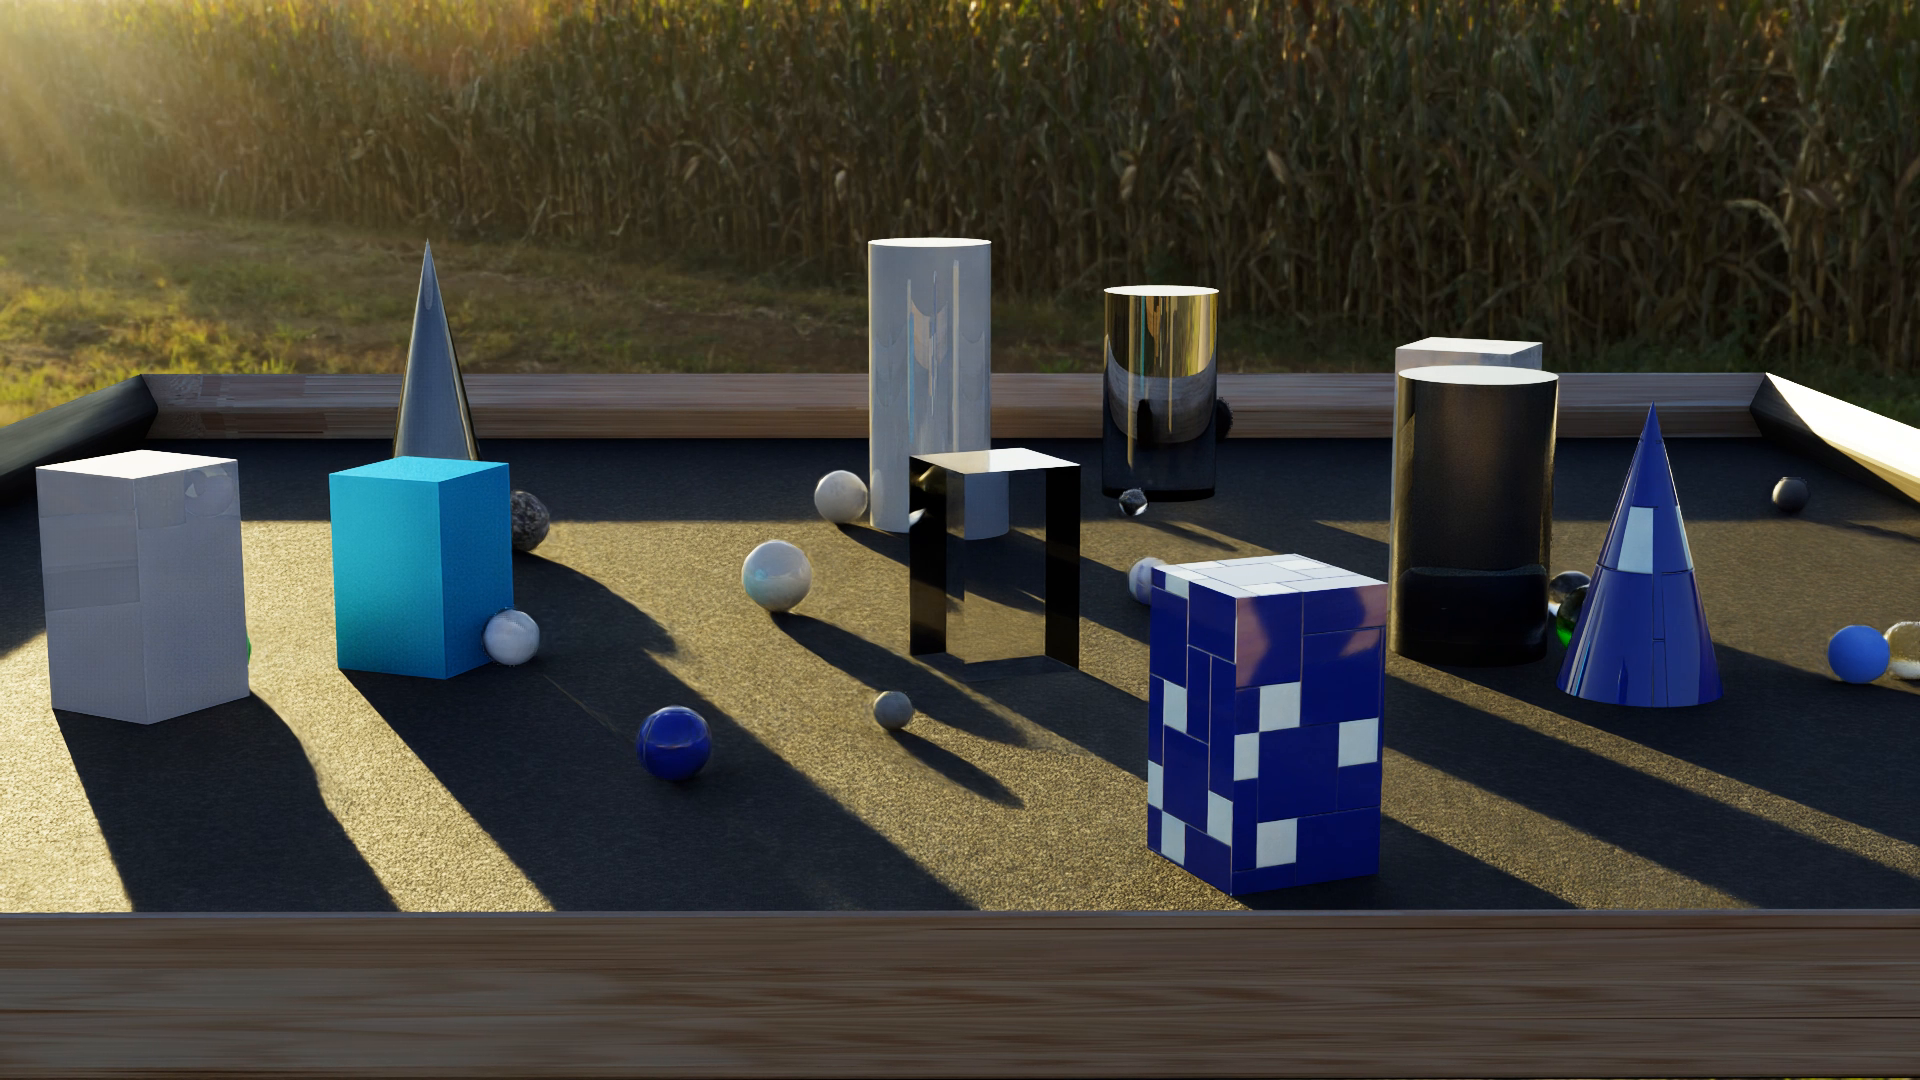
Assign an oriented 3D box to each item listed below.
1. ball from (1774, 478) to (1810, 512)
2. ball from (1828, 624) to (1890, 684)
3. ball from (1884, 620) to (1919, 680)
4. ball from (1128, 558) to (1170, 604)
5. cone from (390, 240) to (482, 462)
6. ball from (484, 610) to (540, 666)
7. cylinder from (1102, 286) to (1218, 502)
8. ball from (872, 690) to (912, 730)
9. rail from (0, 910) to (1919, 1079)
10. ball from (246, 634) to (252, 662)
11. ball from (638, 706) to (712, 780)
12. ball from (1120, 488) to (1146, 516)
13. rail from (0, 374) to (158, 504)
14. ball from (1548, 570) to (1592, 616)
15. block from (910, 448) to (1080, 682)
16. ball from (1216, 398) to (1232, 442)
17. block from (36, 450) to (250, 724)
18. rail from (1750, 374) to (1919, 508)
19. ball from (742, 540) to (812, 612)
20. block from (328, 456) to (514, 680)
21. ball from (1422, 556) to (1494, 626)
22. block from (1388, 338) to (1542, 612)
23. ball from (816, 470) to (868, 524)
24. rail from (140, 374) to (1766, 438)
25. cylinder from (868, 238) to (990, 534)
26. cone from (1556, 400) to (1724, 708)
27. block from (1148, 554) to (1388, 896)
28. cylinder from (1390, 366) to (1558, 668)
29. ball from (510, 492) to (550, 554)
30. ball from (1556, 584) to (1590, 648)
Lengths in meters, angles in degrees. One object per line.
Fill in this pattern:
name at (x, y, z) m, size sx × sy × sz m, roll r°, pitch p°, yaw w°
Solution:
ball at (1.366, -0.073, 4.215) m, size 0.056 × 0.056 × 0.056 m, roll 0°, pitch 11°, yaw 0°
ball at (1.069, 0.136, 3.049) m, size 0.071 × 0.071 × 0.071 m, roll 0°, pitch 11°, yaw 0°
ball at (1.138, 0.132, 3.071) m, size 0.070 × 0.070 × 0.070 m, roll 0°, pitch 11°, yaw 0°
ball at (0.262, 0.056, 3.495) m, size 0.065 × 0.065 × 0.065 m, roll 0°, pitch 11°, yaw 0°
cone at (-0.796, -0.222, 3.878) m, size 0.194 × 0.470 × 0.194 m, roll 0°, pitch 11°, yaw 0°
ball at (-0.549, 0.120, 3.142) m, size 0.068 × 0.068 × 0.068 m, roll 0°, pitch 11°, yaw 0°
cylinder at (0.341, -0.252, 4.377) m, size 0.194 × 0.347 × 0.194 m, roll 0°, pitch 11°, yaw 0°
ball at (-0.074, 0.188, 2.838) m, size 0.044 × 0.044 × 0.044 m, roll 0°, pitch 11°, yaw 0°
rail at (0.009, 0.325, 1.873) m, size 3.195 × 0.126 × 0.045 m, roll 0°, pitch 11°, yaw 0°
ball at (-0.884, 0.132, 3.065) m, size 0.073 × 0.073 × 0.073 m, roll 0°, pitch 11°, yaw 0°
ball at (-0.293, 0.209, 2.639) m, size 0.077 × 0.077 × 0.077 m, roll 0°, pitch 11°, yaw 0°
ball at (0.282, -0.061, 4.182) m, size 0.044 × 0.044 × 0.044 m, roll 0°, pitch 11°, yaw 0°
rail at (-1.574, 0.034, 3.440) m, size 0.045 × 0.126 × 3.253 m, roll 0°, pitch 11°, yaw 0°
ball at (0.808, 0.075, 3.384) m, size 0.069 × 0.069 × 0.069 m, roll 0°, pitch 11°, yaw 0°
block at (0.041, 0.027, 3.137) m, size 0.155 × 0.252 × 0.155 m, roll -5°, pitch 12°, yaw -25°
ball at (0.477, -0.232, 4.964) m, size 0.095 × 0.095 × 0.095 m, roll 0°, pitch 11°, yaw 0°
block at (-0.935, 0.050, 2.941) m, size 0.155 × 0.278 × 0.155 m, roll 6°, pitch 12°, yaw 29°
rail at (1.574, 0.031, 3.458) m, size 0.045 × 0.126 × 3.253 m, roll 0°, pitch 11°, yaw 0°
ball at (-0.247, 0.049, 3.450) m, size 0.095 × 0.095 × 0.095 m, roll 0°, pitch 11°, yaw 0°
block at (-0.659, 0.031, 3.152) m, size 0.155 × 0.240 × 0.155 m, roll 4°, pitch 11°, yaw 22°
ball at (0.651, 0.067, 3.362) m, size 0.092 × 0.092 × 0.092 m, roll 0°, pitch 11°, yaw 0°
block at (0.681, -0.085, 3.459) m, size 0.155 × 0.355 × 0.155 m, roll 5°, pitch 12°, yaw 27°
ball at (-0.189, -0.068, 4.107) m, size 0.085 × 0.085 × 0.085 m, roll 0°, pitch 11°, yaw 0°
rail at (-0.009, -0.260, 5.025) m, size 3.195 × 0.126 × 0.045 m, roll 0°, pitch 11°, yaw 0°
cylinder at (-0.048, -0.248, 4.078) m, size 0.194 × 0.449 × 0.194 m, roll 0°, pitch 11°, yaw 0°
cone at (0.804, 0.006, 3.006) m, size 0.194 × 0.342 × 0.194 m, roll 0°, pitch 11°, yaw 0°
block at (0.279, 0.164, 2.351) m, size 0.155 × 0.270 × 0.155 m, roll -5°, pitch 12°, yaw -24°
cylinder at (0.640, -0.033, 3.199) m, size 0.194 × 0.348 × 0.194 m, roll 0°, pitch 11°, yaw 0°
ball at (-0.664, -0.026, 3.863) m, size 0.092 × 0.092 × 0.092 m, roll 0°, pitch 11°, yaw 0°
ball at (0.783, 0.102, 3.158) m, size 0.097 × 0.097 × 0.097 m, roll 0°, pitch 11°, yaw 0°
